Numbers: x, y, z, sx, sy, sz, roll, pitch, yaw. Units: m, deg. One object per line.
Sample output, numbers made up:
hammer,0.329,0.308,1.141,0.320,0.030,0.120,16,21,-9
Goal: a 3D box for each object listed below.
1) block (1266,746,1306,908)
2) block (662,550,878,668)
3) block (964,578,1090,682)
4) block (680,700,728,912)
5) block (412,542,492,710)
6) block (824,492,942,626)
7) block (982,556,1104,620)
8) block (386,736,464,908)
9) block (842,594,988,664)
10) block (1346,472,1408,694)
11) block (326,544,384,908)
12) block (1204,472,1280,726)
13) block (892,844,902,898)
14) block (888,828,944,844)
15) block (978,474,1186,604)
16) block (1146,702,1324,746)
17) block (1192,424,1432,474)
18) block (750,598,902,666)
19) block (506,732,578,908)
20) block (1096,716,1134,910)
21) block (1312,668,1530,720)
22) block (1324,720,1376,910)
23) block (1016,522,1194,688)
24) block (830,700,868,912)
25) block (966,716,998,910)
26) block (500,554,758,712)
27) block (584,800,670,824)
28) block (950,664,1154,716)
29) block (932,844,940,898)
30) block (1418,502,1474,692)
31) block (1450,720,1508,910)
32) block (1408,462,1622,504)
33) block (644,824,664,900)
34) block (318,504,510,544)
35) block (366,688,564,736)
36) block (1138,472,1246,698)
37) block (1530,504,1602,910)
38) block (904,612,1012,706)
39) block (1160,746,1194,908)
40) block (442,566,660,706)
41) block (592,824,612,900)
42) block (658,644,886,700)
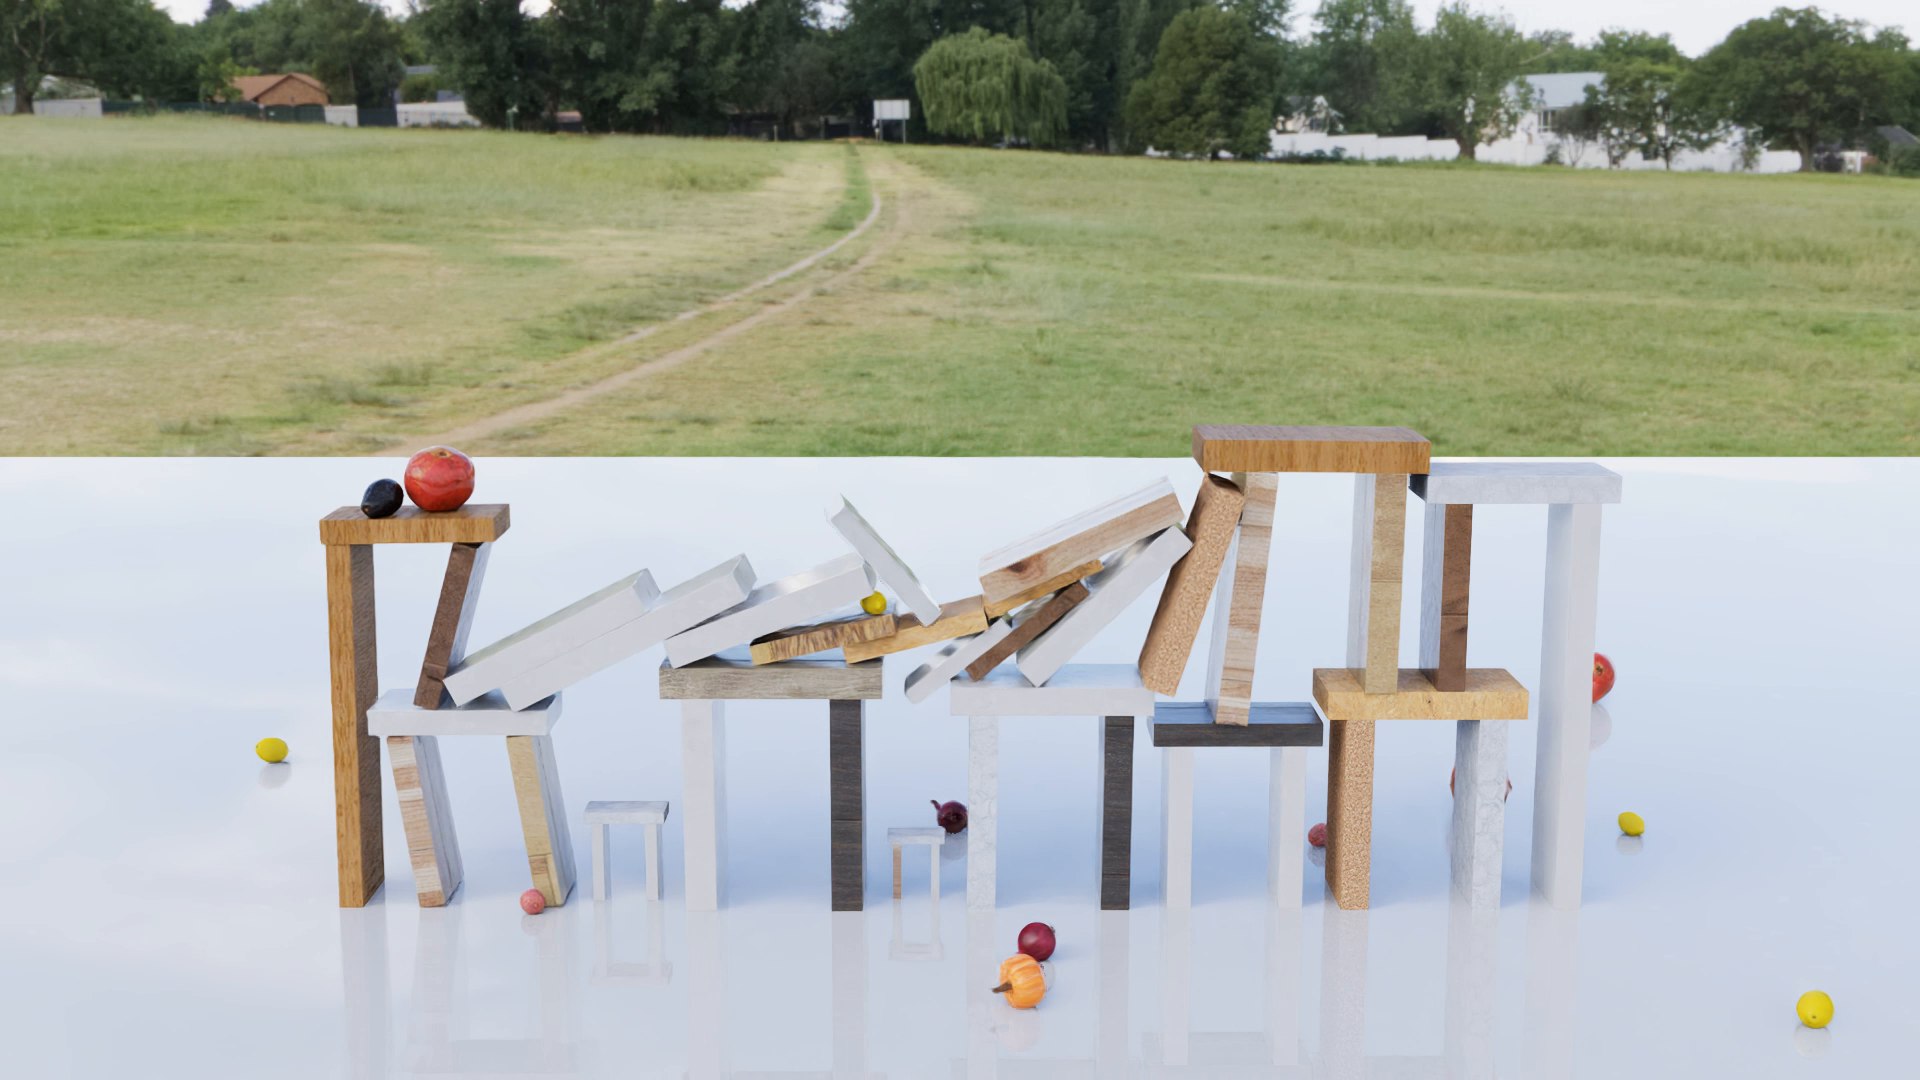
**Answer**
block,0.540,0.456,3.642,0.039,0.274,0.137,0,11,0
block,-0.304,0.108,3.575,0.344,0.049,0.172,-20,10,5
block,0.107,0.138,3.589,0.234,0.029,0.101,-38,9,6
block,-0.422,0.414,3.641,0.050,0.356,0.178,0,11,0
block,-0.824,0.127,3.584,0.039,0.275,0.138,16,10,-3
block,-0.124,0.030,3.536,0.033,0.236,0.118,-41,15,3
block,0.134,0.065,3.576,0.202,0.029,0.101,-24,10,6
block,-0.886,0.446,3.648,0.041,0.289,0.144,-8,10,2
block,-0.073,0.145,3.589,0.236,0.033,0.118,-14,11,2
block,0.675,0.054,3.571,0.050,0.356,0.178,1,11,0
block,-0.993,0.292,3.616,0.039,0.605,0.138,1,11,0
block,0.456,0.080,3.575,0.050,0.410,0.178,6,10,-1
block,-0.104,0.544,3.658,0.013,0.095,0.047,0,11,0
block,-0.072,0.491,3.649,0.095,0.013,0.047,0,11,0
block,0.195,-0.003,3.558,0.338,0.048,0.169,-24,10,6
block,0.449,0.302,3.614,0.274,0.039,0.137,0,11,0
block,0.560,-0.147,3.534,0.356,0.050,0.178,1,11,0
block,-0.217,0.148,3.573,0.236,0.033,0.118,-13,11,5
block,-0.693,0.446,3.648,0.041,0.289,0.144,-8,10,2
block,0.255,0.428,3.642,0.046,0.328,0.164,1,11,0
block,0.752,0.252,3.607,0.321,0.046,0.161,0,11,0
block,0.645,0.432,3.641,0.046,0.321,0.161,0,11,0
block,0.230,0.091,3.576,0.338,0.048,0.169,-43,8,7
block,-0.184,0.414,3.641,0.050,0.356,0.178,0,11,0
block,0.037,0.428,3.642,0.046,0.328,0.164,1,11,0
block,-0.537,0.149,3.588,0.421,0.049,0.172,-26,9,5
block,-0.552,0.451,3.641,0.132,0.019,0.066,0,11,0
block,0.149,0.244,3.606,0.328,0.046,0.164,0,11,1
block,-0.041,0.544,3.658,0.013,0.095,0.047,0,11,0
block,0.788,0.079,3.573,0.043,0.306,0.153,0,11,0
block,0.859,0.432,3.641,0.046,0.321,0.161,0,11,0
block,0.890,-0.093,3.542,0.306,0.043,0.153,0,11,0
block,-0.508,0.525,3.655,0.019,0.132,0.066,0,11,0
block,-0.878,-0.026,3.554,0.275,0.039,0.138,-1,11,-1
block,-0.811,0.282,3.617,0.289,0.041,0.144,0,11,0
block,0.371,0.069,3.548,0.048,0.338,0.169,18,11,-3
block,0.992,0.259,3.607,0.043,0.673,0.153,0,11,0
block,-0.003,0.188,3.602,0.202,0.029,0.101,-38,9,8
block,0.358,0.456,3.642,0.039,0.274,0.137,0,11,0
block,-0.664,0.156,3.599,0.344,0.049,0.172,-26,9,4
block,-0.596,0.525,3.655,0.019,0.132,0.066,0,11,0
block,-0.303,0.214,3.603,0.356,0.050,0.178,0,11,0
